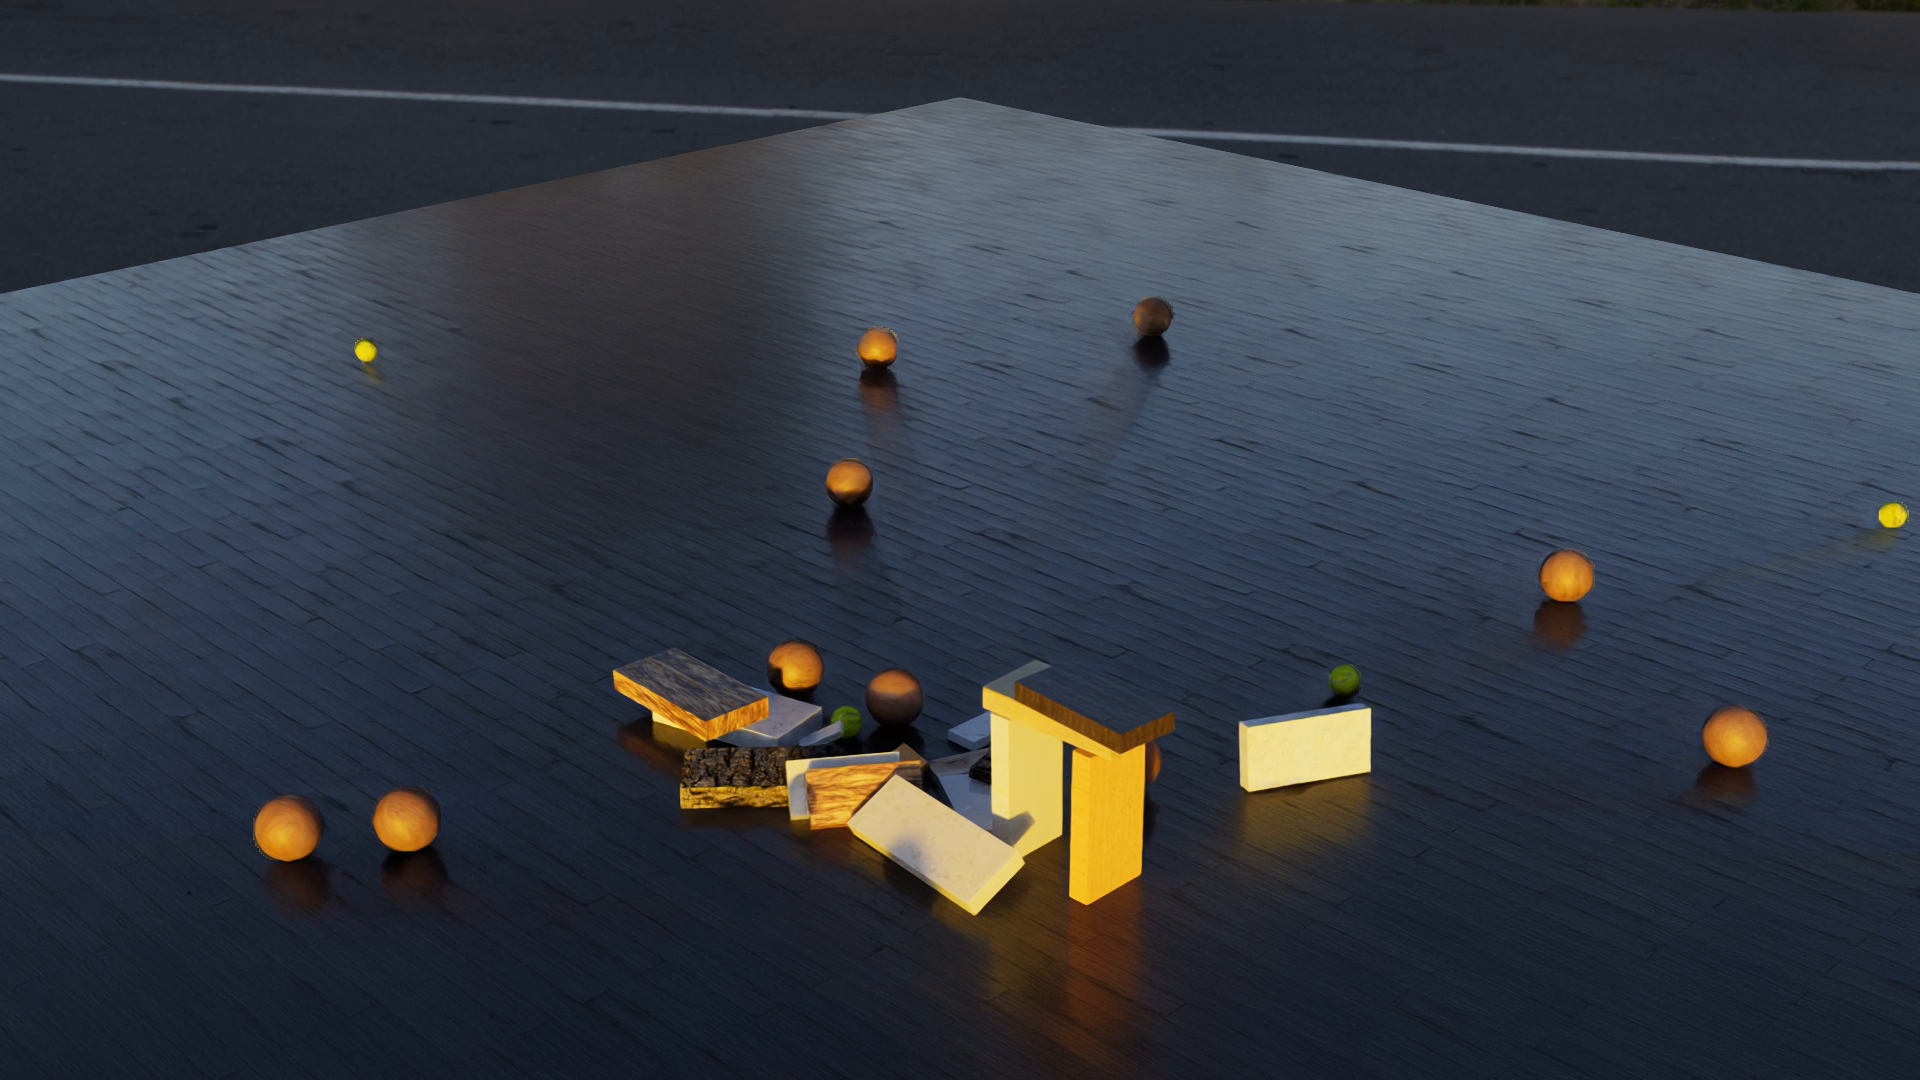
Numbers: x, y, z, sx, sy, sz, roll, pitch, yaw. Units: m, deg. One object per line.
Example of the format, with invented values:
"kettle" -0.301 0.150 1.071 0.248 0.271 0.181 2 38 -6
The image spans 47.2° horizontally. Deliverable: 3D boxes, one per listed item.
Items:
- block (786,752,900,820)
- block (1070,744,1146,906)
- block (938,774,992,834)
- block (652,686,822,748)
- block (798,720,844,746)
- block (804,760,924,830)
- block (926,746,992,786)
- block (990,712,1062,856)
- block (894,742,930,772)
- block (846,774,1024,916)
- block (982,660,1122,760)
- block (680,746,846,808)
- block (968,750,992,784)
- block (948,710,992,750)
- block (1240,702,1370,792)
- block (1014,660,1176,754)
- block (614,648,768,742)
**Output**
"block" -0.233 0.497 4.451 0.230 0.115 0.033 -4 -18 -9
"block" 0.278 0.516 4.144 0.044 0.313 0.157 21 31 41
"block" 0.039 0.541 4.444 0.115 0.033 0.230 -6 24 -13
"block" -0.487 0.380 4.805 0.336 0.048 0.168 13 26 28
"block" -0.296 0.421 4.693 0.101 0.014 0.050 -25 21 9
"block" -0.190 0.512 4.417 0.230 0.115 0.033 -4 -18 -9
"block" 0.066 0.466 4.634 0.276 0.022 0.078 -10 25 -23
"block" 0.131 0.458 4.280 0.044 0.313 0.157 19 30 40
"block" -0.109 0.466 4.616 0.050 0.014 0.101 -39 36 -14
"block" -0.051 0.585 4.248 0.140 0.040 0.374 -44 42 -19
"block" 0.212 0.318 4.151 0.313 0.044 0.157 20 30 38
"block" -0.404 0.489 4.548 0.336 0.048 0.168 -1 23 -2
"block" 0.087 0.464 4.561 0.078 0.022 0.156 16 23 22
"block" 0.057 0.409 4.768 0.156 0.022 0.078 -21 31 -40
"block" 0.717 0.429 4.565 0.280 0.140 0.040 -7 15 -16
"block" 0.248 0.306 4.072 0.140 0.040 0.280 -19 30 -37
"block" -0.588 0.333 4.792 0.168 0.048 0.336 -20 30 -39
